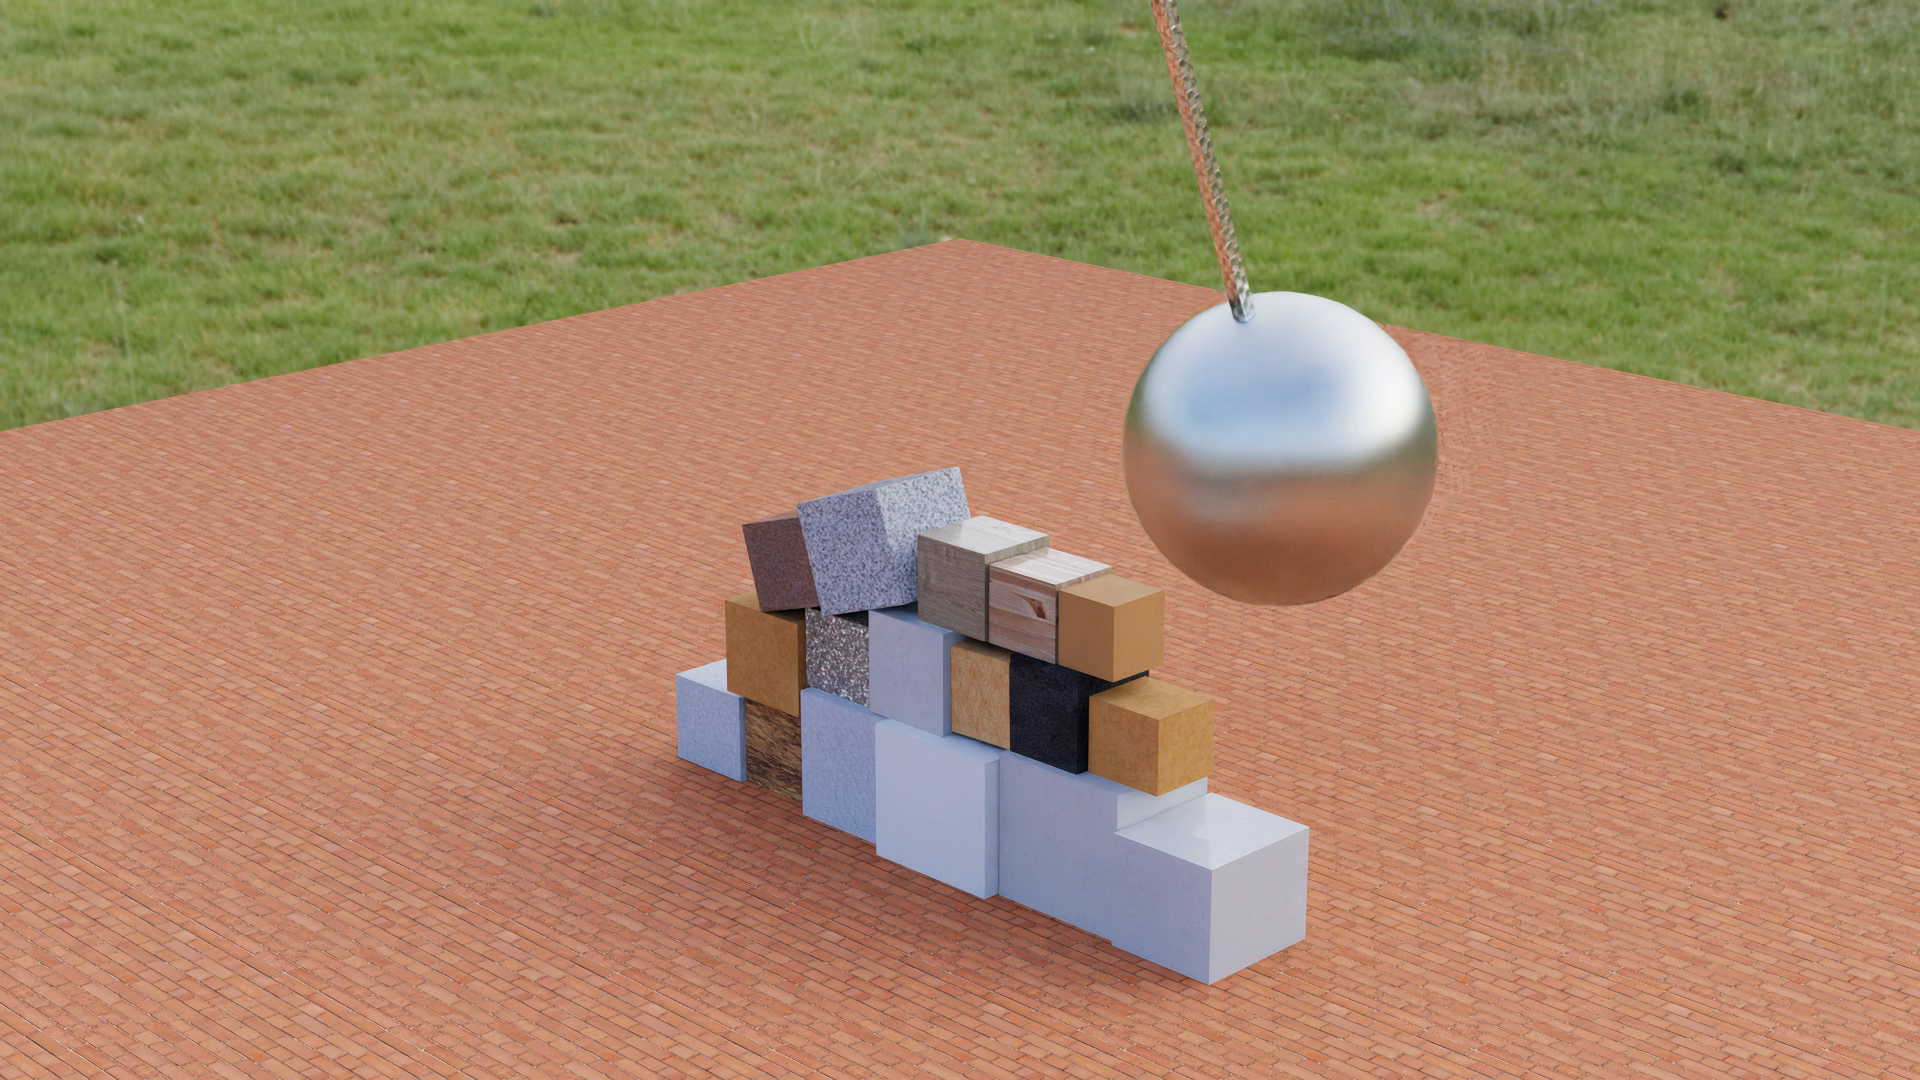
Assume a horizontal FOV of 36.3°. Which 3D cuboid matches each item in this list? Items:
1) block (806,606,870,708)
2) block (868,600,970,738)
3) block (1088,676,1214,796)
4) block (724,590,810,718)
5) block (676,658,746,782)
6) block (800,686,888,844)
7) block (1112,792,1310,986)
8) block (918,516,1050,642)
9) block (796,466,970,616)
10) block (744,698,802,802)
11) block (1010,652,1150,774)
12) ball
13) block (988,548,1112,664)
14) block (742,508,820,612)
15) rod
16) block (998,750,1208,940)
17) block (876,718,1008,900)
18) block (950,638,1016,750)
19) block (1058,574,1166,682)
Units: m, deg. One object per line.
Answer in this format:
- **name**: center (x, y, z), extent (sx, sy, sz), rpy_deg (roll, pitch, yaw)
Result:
- **block**: center (-0.405, 0.508, 13.943), extent (0.442, 0.396, 0.489), rpy_deg (-17, 24, -42)
- **block**: center (-0.071, 0.556, 13.570), extent (0.503, 0.495, 0.486), rpy_deg (-17, 24, -42)
- **block**: center (0.831, 0.850, 12.759), extent (0.365, 0.352, 0.402), rpy_deg (-17, 24, -42)
- **block**: center (-0.791, 0.520, 14.306), extent (0.471, 0.472, 0.525), rpy_deg (-17, 24, -42)
- **block**: center (-1.106, 0.891, 14.770), extent (0.426, 0.443, 0.481), rpy_deg (-17, 24, -42)
- **block**: center (-0.354, 1.023, 14.028), extent (0.549, 0.637, 0.594), rpy_deg (-17, 24, -42)
- **block**: center (1.083, 1.499, 12.693), extent (0.647, 0.528, 0.552), rpy_deg (-17, 24, -42)
- **block**: center (0.106, 0.170, 13.293), extent (0.415, 0.408, 0.427), rpy_deg (-17, 24, -42)
- **block**: center (-0.325, 0.006, 13.696), extent (0.537, 0.542, 0.569), rpy_deg (-17, 5, -43)
- **block**: center (-0.733, 0.975, 14.443), extent (0.414, 0.479, 0.503), rpy_deg (-17, 24, -42)
- **block**: center (0.530, 0.716, 13.015), extent (0.465, 0.455, 0.406), rpy_deg (-17, 24, -42)
- **ball**: center (1.623, -0.459, 14.899), extent (1.600, 1.600, 1.600), rpy_deg (0, 17, 0)
- **block**: center (0.400, 0.287, 13.008), extent (0.362, 0.367, 0.403), rpy_deg (-17, 24, -42)
- **block**: center (-0.671, 0.063, 14.072), extent (0.510, 0.430, 0.444), rpy_deg (-17, 7, -43)
- **rod**: center (0.703, -3.180, 13.079), extent (0.080, 5.200, 0.080), rpy_deg (17, 46, 42)
- **block**: center (0.636, 1.286, 13.106), extent (0.597, 0.687, 0.707), rpy_deg (-17, 24, -42)
- **block**: center (0.129, 1.150, 13.595), extent (0.760, 0.654, 0.707), rpy_deg (-17, 24, -42)
- **block**: center (0.236, 0.661, 13.282), extent (0.416, 0.410, 0.367), rpy_deg (-17, 22, -42)
- **block**: center (0.658, 0.379, 12.755), extent (0.327, 0.343, 0.324), rpy_deg (-17, 24, -42)
